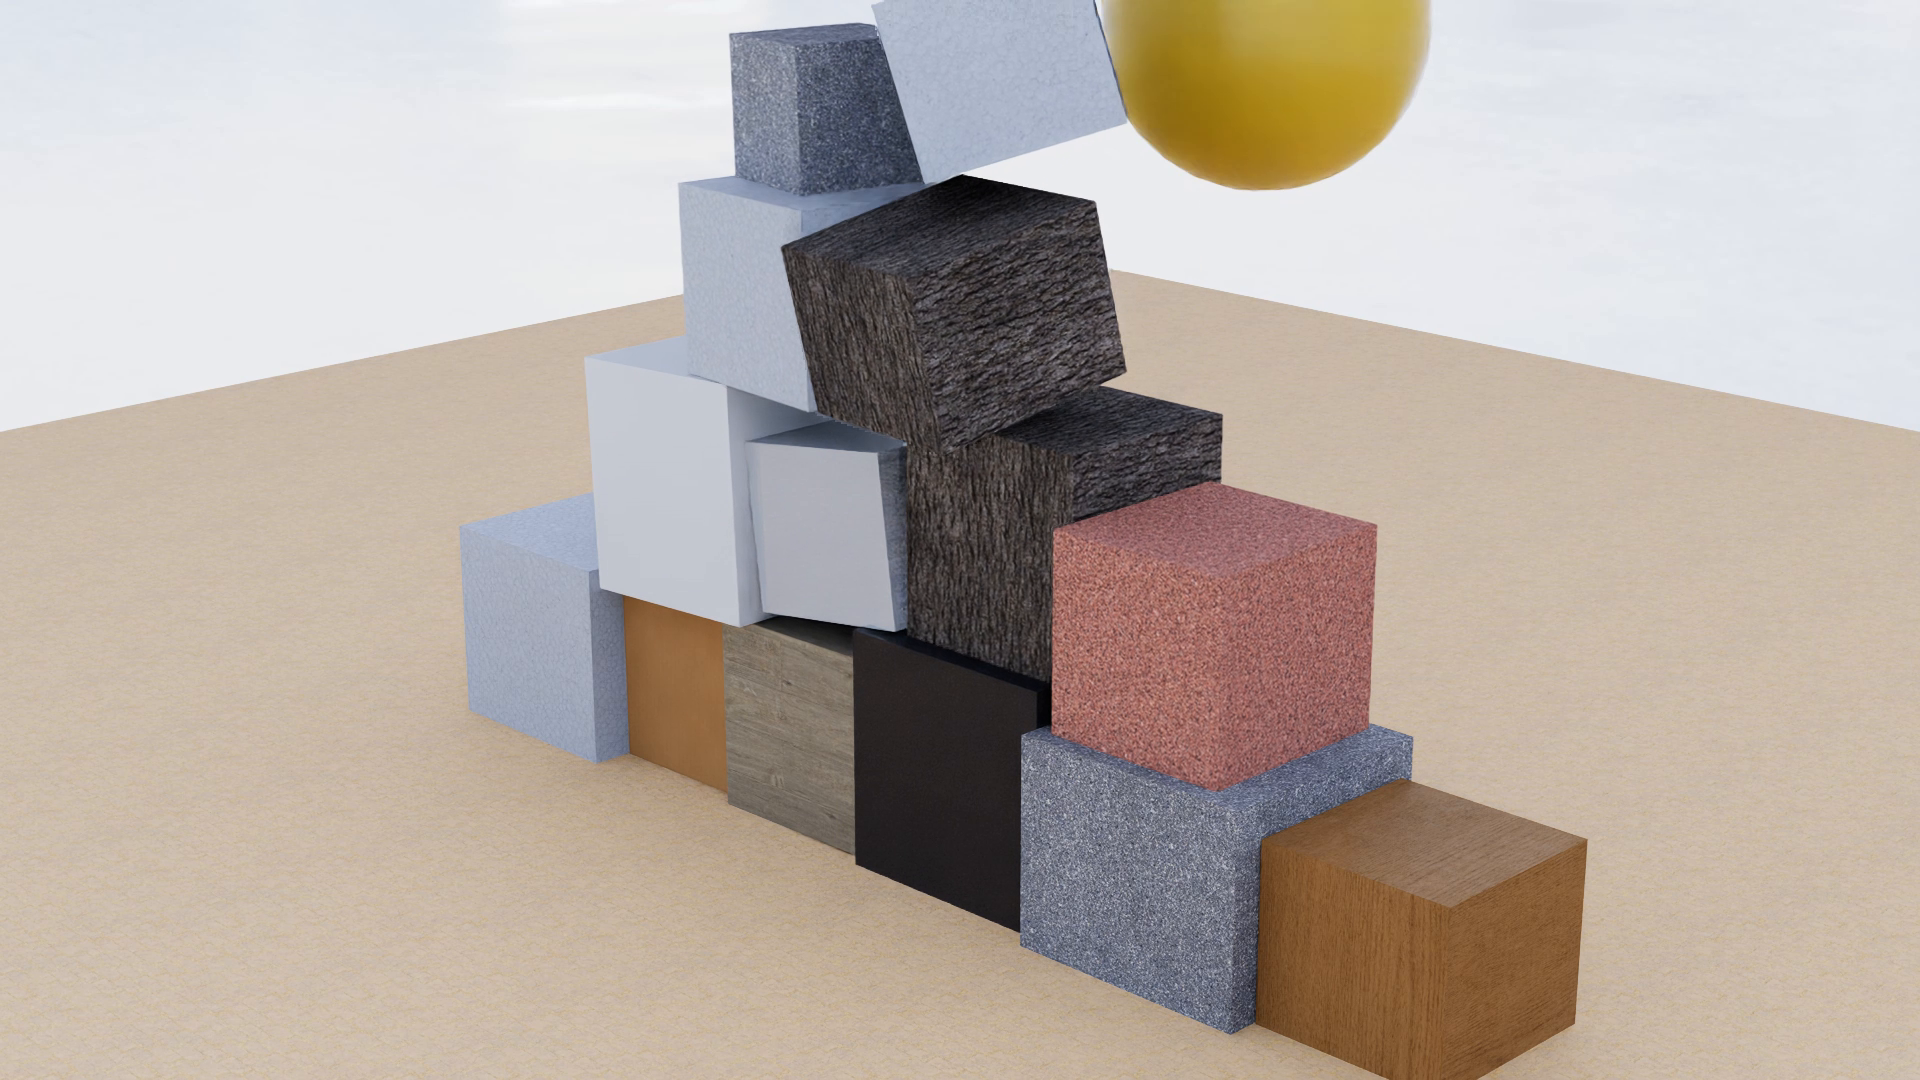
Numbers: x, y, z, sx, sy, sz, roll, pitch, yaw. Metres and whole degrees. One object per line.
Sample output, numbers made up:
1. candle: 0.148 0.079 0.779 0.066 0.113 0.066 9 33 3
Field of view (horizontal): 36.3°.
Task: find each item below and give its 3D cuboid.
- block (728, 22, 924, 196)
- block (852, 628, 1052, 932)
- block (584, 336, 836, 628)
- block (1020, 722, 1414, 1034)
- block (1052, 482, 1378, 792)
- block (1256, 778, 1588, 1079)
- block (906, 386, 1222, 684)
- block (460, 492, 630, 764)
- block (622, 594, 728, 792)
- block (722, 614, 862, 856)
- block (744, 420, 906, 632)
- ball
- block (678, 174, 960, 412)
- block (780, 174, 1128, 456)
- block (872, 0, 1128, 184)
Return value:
1. block: -0.593 -1.976 13.368 0.669 0.661 0.656 -11 18 -29
2. block: 0.332 0.951 13.404 1.144 1.148 1.163 17 24 42
3. block: -1.044 -0.351 14.317 1.050 1.165 1.076 13 22 43
4. block: 1.092 1.298 12.578 1.160 0.981 1.188 -17 24 -42
5. block: 1.066 0.381 12.339 0.915 0.913 1.001 17 24 42
6. block: 1.868 1.594 11.906 0.929 0.820 0.925 -17 24 -42
7. block: 0.456 -0.062 12.984 0.998 1.033 0.961 17 24 42
8. block: -1.818 0.408 15.347 1.115 1.018 1.077 -17 24 -42
9. block: -1.111 0.642 14.727 0.847 0.936 0.764 16 23 43
10. block: -0.469 0.815 14.109 0.926 0.975 0.948 -17 23 -42
11. block: -0.309 -0.122 13.661 0.949 0.814 0.901 -16 16 -43
12. ball: 1.468 -2.479 14.102 1.600 1.600 1.600 0 17 0
13. block: -0.545 -1.197 13.466 1.071 0.892 1.045 -12 19 -34
14. block: -0.027 -0.993 12.617 0.987 0.780 0.970 -25 26 -29
15. block: 0.191 -2.060 12.660 0.888 0.775 0.853 -16 9 6
